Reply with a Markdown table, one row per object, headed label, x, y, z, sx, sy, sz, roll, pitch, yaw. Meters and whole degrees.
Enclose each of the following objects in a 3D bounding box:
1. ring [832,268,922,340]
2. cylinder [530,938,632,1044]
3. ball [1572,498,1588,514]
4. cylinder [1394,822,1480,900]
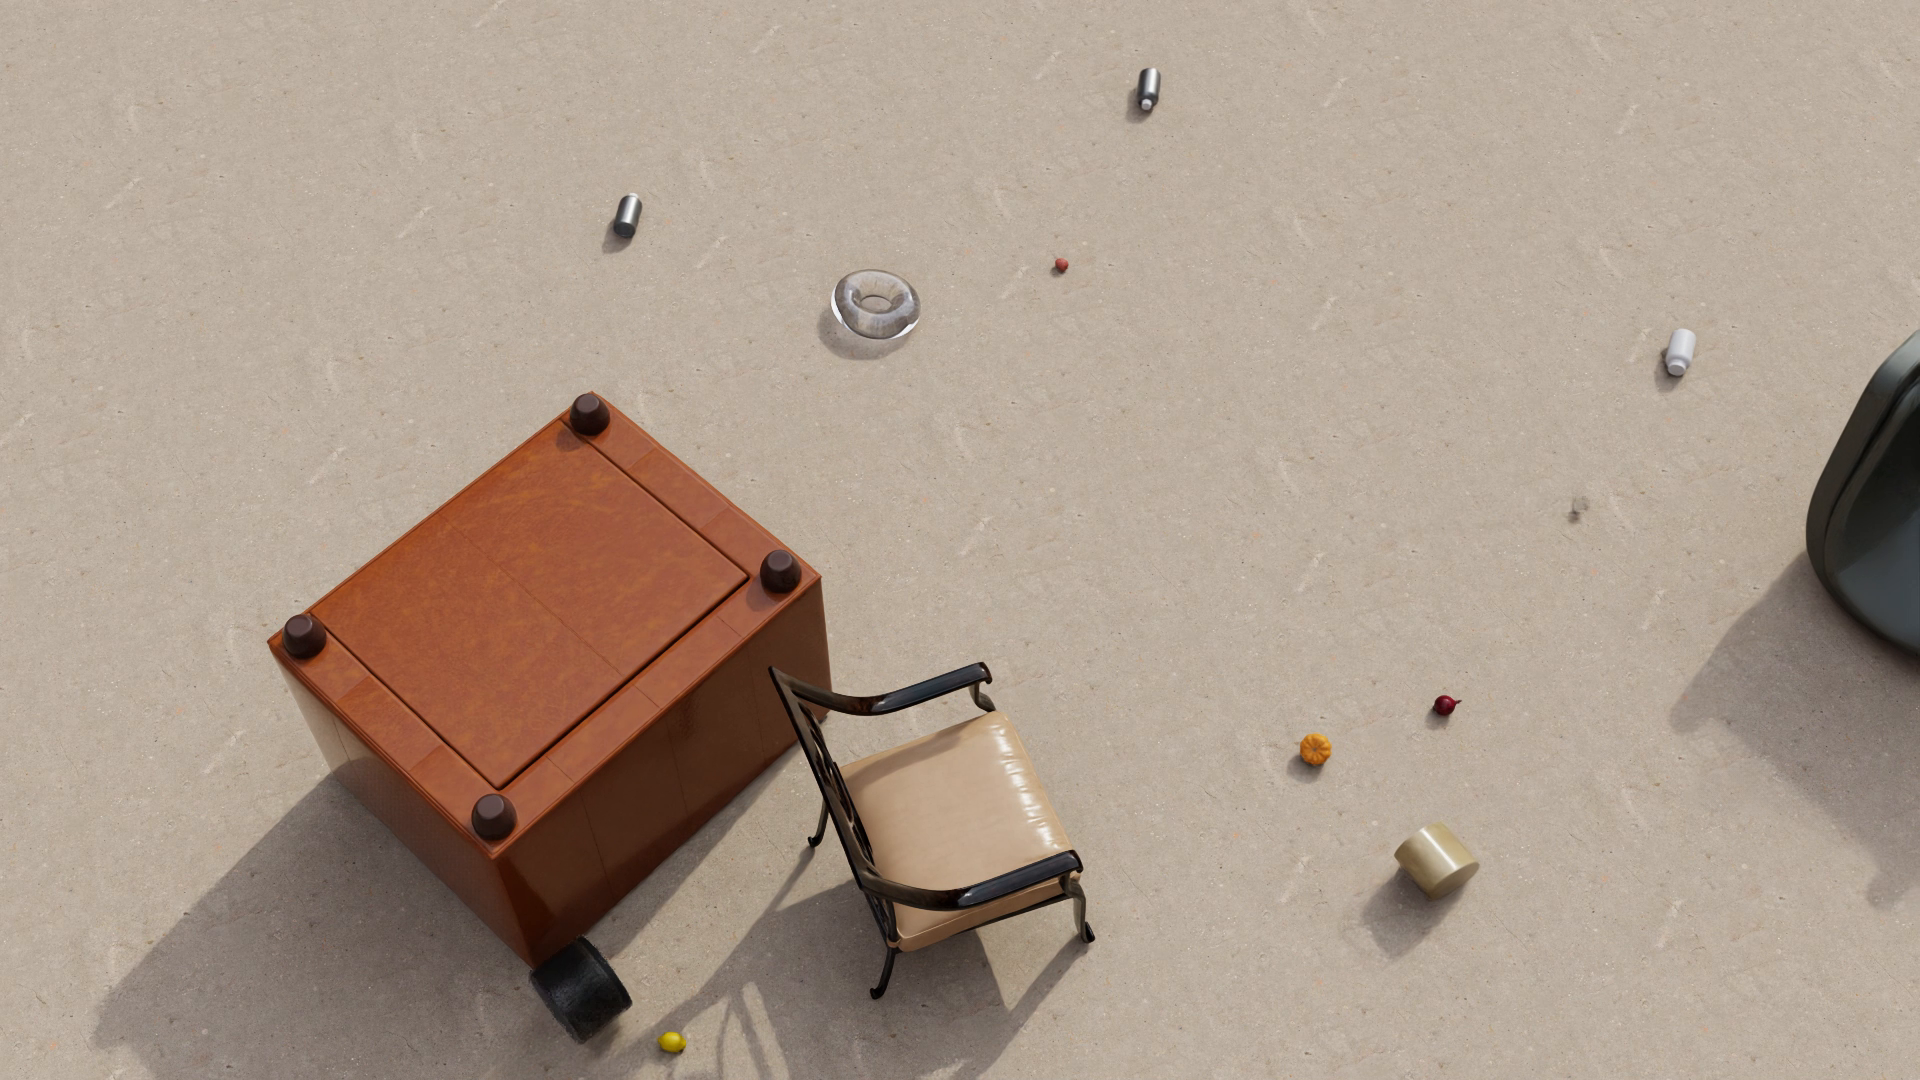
| label | x | y | z | sx | sy | sz | roll | pitch | yaw |
| --- | --- | --- | --- | --- | --- | --- | --- | --- | --- |
| ring | -0.268 | -0.754 | 7.023 | 0.297 | 0.096 | 0.253 | 22 | 60 | 13 |
| cylinder | -0.975 | 1.160 | 5.659 | 0.160 | 0.220 | 0.235 | -36 | 21 | -21 |
| ball | 1.865 | -0.104 | 6.613 | 0.050 | 0.050 | 0.050 | 0 | 56 | 0 |
| cylinder | 1.279 | 0.860 | 5.896 | 0.205 | 0.143 | 0.144 | -4 | 46 | -48 |
